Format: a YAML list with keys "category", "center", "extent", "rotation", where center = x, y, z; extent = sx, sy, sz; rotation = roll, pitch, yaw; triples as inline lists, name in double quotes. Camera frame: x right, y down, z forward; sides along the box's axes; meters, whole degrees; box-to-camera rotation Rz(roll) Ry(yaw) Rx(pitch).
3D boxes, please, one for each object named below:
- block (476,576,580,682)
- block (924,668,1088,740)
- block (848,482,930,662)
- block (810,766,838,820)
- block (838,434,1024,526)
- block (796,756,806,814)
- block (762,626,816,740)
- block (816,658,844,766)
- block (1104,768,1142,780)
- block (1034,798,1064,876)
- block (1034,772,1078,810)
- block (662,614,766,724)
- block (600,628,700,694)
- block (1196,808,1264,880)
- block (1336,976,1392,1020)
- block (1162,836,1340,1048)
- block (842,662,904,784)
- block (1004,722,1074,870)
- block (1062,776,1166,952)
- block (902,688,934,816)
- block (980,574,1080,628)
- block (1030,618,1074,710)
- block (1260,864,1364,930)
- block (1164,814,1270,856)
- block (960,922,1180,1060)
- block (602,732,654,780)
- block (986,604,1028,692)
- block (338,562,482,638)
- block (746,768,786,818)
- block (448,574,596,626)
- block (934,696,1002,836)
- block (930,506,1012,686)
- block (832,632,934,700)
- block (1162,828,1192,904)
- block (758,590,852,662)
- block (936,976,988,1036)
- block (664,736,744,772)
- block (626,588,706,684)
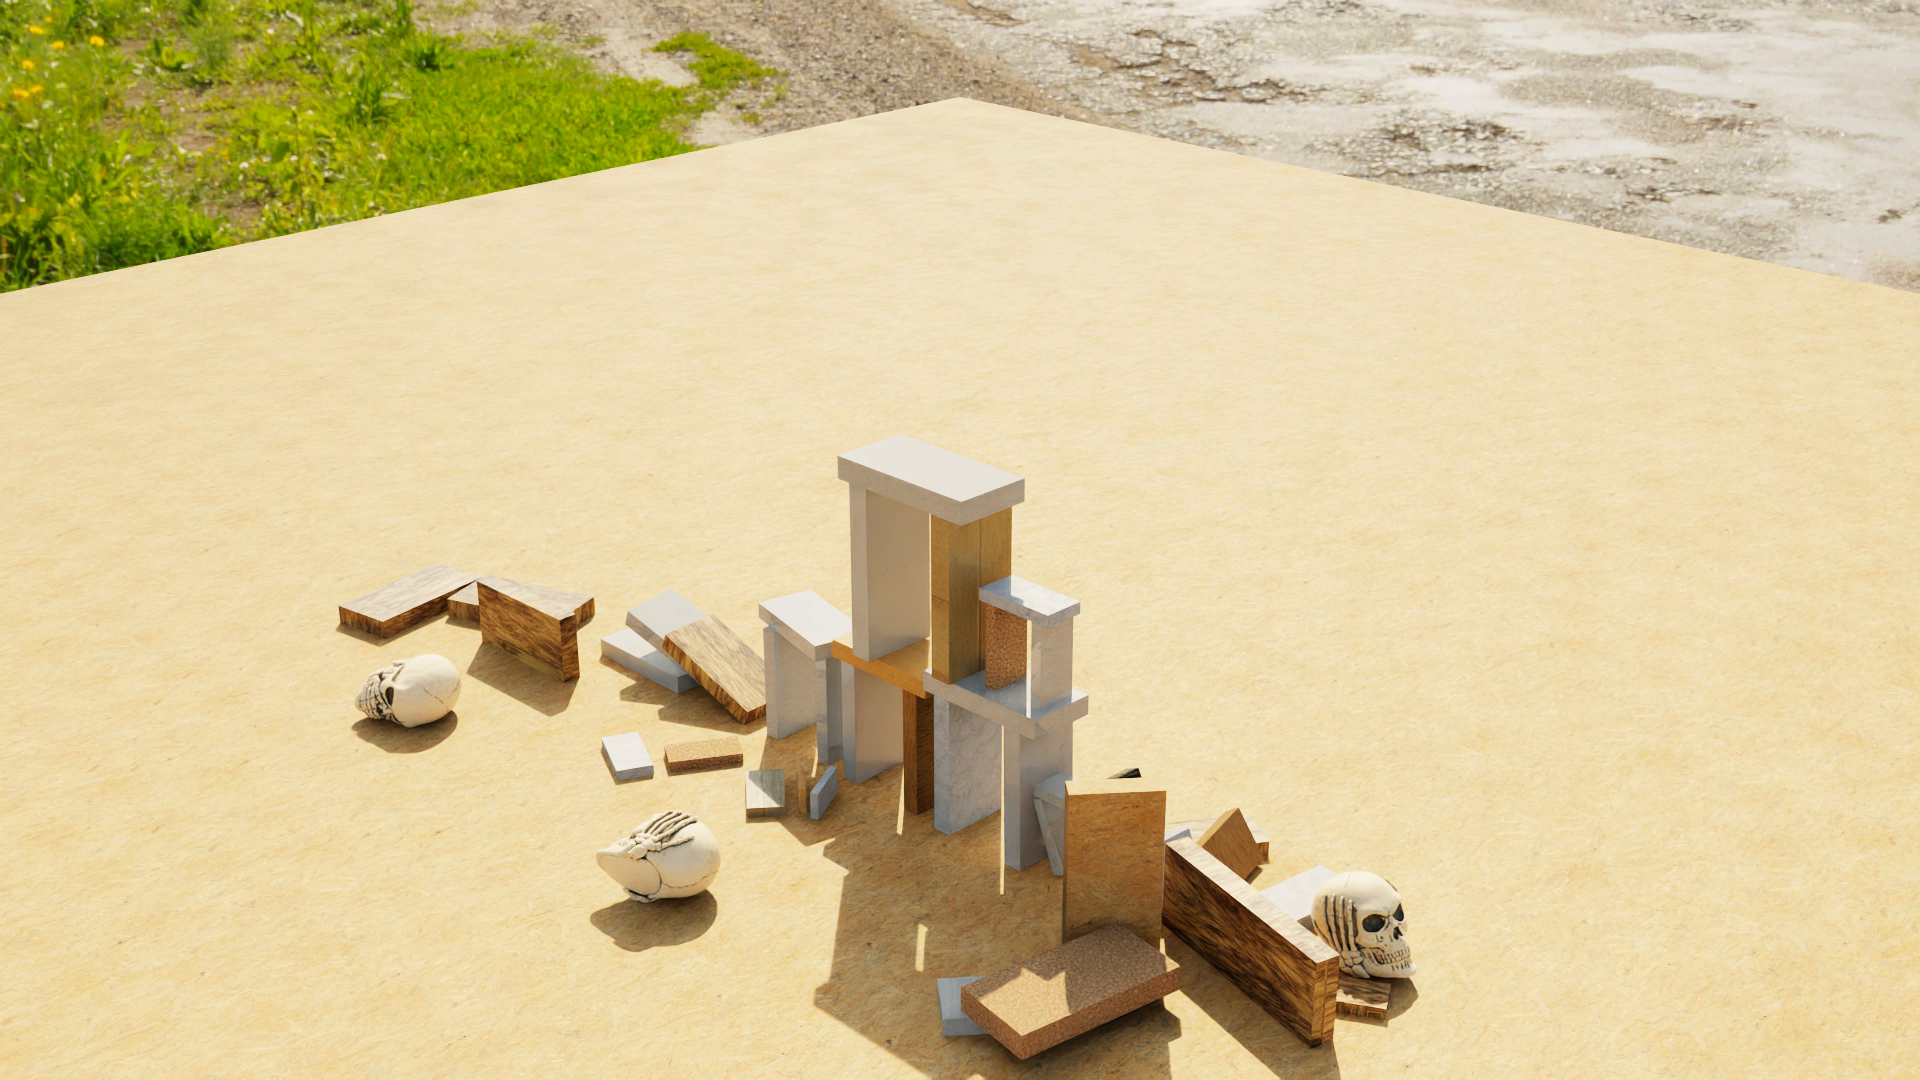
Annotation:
- category: "block"
  center: [-0.998, 0.204, 5.079]
  extent: [0.316, 0.158, 0.045]
  rotation: [20, 30, 39]
- category: "block"
  center: [0.087, 0.294, 4.248]
  extent: [0.149, 0.042, 0.299]
  rotation: [-21, 31, -41]
- category: "block"
  center: [-0.138, 0.043, 4.387]
  extent: [0.171, 0.371, 0.048]
  rotation: [-21, 31, -40]
- category: "block"
  center: [-0.276, 0.514, 4.475]
  extent: [0.017, 0.058, 0.117]
  rotation: [7, 24, 15]
- category: "block"
  center: [-0.058, -0.119, 4.232]
  extent: [0.171, 0.048, 0.341]
  rotation: [-21, 31, -41]
- category: "block"
  center: [-0.325, 0.502, 4.504]
  extent: [0.017, 0.058, 0.139]
  rotation: [-2, 23, -5]
- category: "block"
  center: [-0.361, 0.291, 4.749]
  extent: [0.036, 0.254, 0.127]
  rotation: [21, 31, 41]
- category: "block"
  center: [-0.243, 0.337, 4.641]
  extent: [0.127, 0.254, 0.036]
  rotation: [-19, 30, -38]
- category: "block"
  center: [0.316, 0.564, 4.129]
  extent: [0.122, 0.244, 0.035]
  rotation: [-20, 5, -39]
- category: "block"
  center: [0.195, 0.560, 4.246]
  extent: [0.077, 0.155, 0.022]
  rotation: [-21, 9, -40]
- category: "block"
  center: [0.223, 0.490, 4.186]
  extent: [0.077, 0.022, 0.155]
  rotation: [-21, 29, -40]
- category: "block"
  center: [-0.516, 0.287, 4.906]
  extent: [0.285, 0.040, 0.143]
  rotation: [40, 42, 27]
- category: "block"
  center: [-0.685, 0.268, 5.077]
  extent: [0.285, 0.040, 0.143]
  rotation: [21, 31, 40]
- category: "block"
  center: [0.496, 0.609, 4.182]
  extent: [0.032, 0.112, 0.223]
  rotation: [-23, 7, 37]
- category: "block"
  center: [0.671, 0.797, 3.855]
  extent: [0.158, 0.022, 0.079]
  rotation: [7, 24, 15]
- category: "block"
  center: [0.506, 0.704, 3.882]
  extent: [0.049, 0.172, 0.443]
  rotation: [-12, 26, -27]
- category: "block"
  center: [-0.181, 0.357, 4.570]
  extent: [0.039, 0.273, 0.136]
  rotation: [21, 31, 41]
- category: "block"
  center: [0.152, 0.476, 4.256]
  extent: [0.149, 0.299, 0.042]
  rotation: [-21, 30, -40]
- category: "block"
  center: [0.273, 0.590, 3.928]
  extent: [0.172, 0.345, 0.049]
  rotation: [-2, 23, -5]
- category: "block"
  center: [-0.052, 0.407, 4.452]
  extent: [0.039, 0.273, 0.136]
  rotation: [21, 31, 41]
- category: "block"
  center: [0.131, 0.114, 4.131]
  extent: [0.089, 0.025, 0.177]
  rotation: [-21, 31, -40]
- category: "block"
  center: [0.173, 0.224, 4.131]
  extent: [0.089, 0.177, 0.025]
  rotation: [-21, 31, -41]
- category: "block"
  center: [0.635, 0.680, 4.117]
  extent: [0.223, 0.032, 0.112]
  rotation: [-16, 28, -34]
- category: "block"
  center: [0.433, 0.596, 4.316]
  extent: [0.325, 0.032, 0.112]
  rotation: [-5, 24, -12]
- category: "block"
  center: [0.192, 0.772, 3.789]
  extent: [0.345, 0.049, 0.172]
  rotation: [-16, 28, -33]
- category: "block"
  center: [-0.704, 0.457, 4.656]
  extent: [0.078, 0.022, 0.157]
  rotation: [-8, 24, -18]
- category: "block"
  center: [0.089, 0.191, 4.208]
  extent: [0.089, 0.177, 0.025]
  rotation: [-21, 31, -41]
- category: "block"
  center: [-1.337, 0.145, 5.362]
  extent: [0.158, 0.045, 0.316]
  rotation: [15, 27, 32]
- category: "block"
  center: [-0.399, 0.519, 4.509]
  extent: [0.078, 0.022, 0.157]
  rotation: [-2, 23, -5]
- category: "block"
  center: [-1.062, 0.160, 5.327]
  extent: [0.316, 0.045, 0.158]
  rotation: [10, 25, 22]
- category: "block"
  center: [0.017, 0.424, 4.379]
  extent: [0.042, 0.299, 0.149]
  rotation: [21, 31, 41]
- category: "block"
  center: [0.022, 0.092, 4.233]
  extent: [0.171, 0.341, 0.048]
  rotation: [-21, 31, -41]
- category: "block"
  center: [-0.116, 0.239, 4.450]
  extent: [0.136, 0.039, 0.273]
  rotation: [-21, 31, -41]
- category: "block"
  center: [0.350, 0.637, 4.099]
  extent: [0.244, 0.122, 0.035]
  rotation: [-20, 5, -39]
- category: "block"
  center: [-0.311, 0.179, 4.643]
  extent: [0.127, 0.036, 0.254]
  rotation: [-14, 27, -29]
- category: "block"
  center: [0.087, 0.805, 3.820]
  extent: [0.244, 0.035, 0.122]
  rotation: [-2, 23, -5]
- category: "block"
  center: [-0.543, 0.453, 4.664]
  extent: [0.157, 0.022, 0.078]
  rotation: [-6, 24, -13]
- category: "block"
  center: [-0.610, 0.228, 5.010]
  extent: [0.285, 0.040, 0.143]
  rotation: [36, 40, 22]
